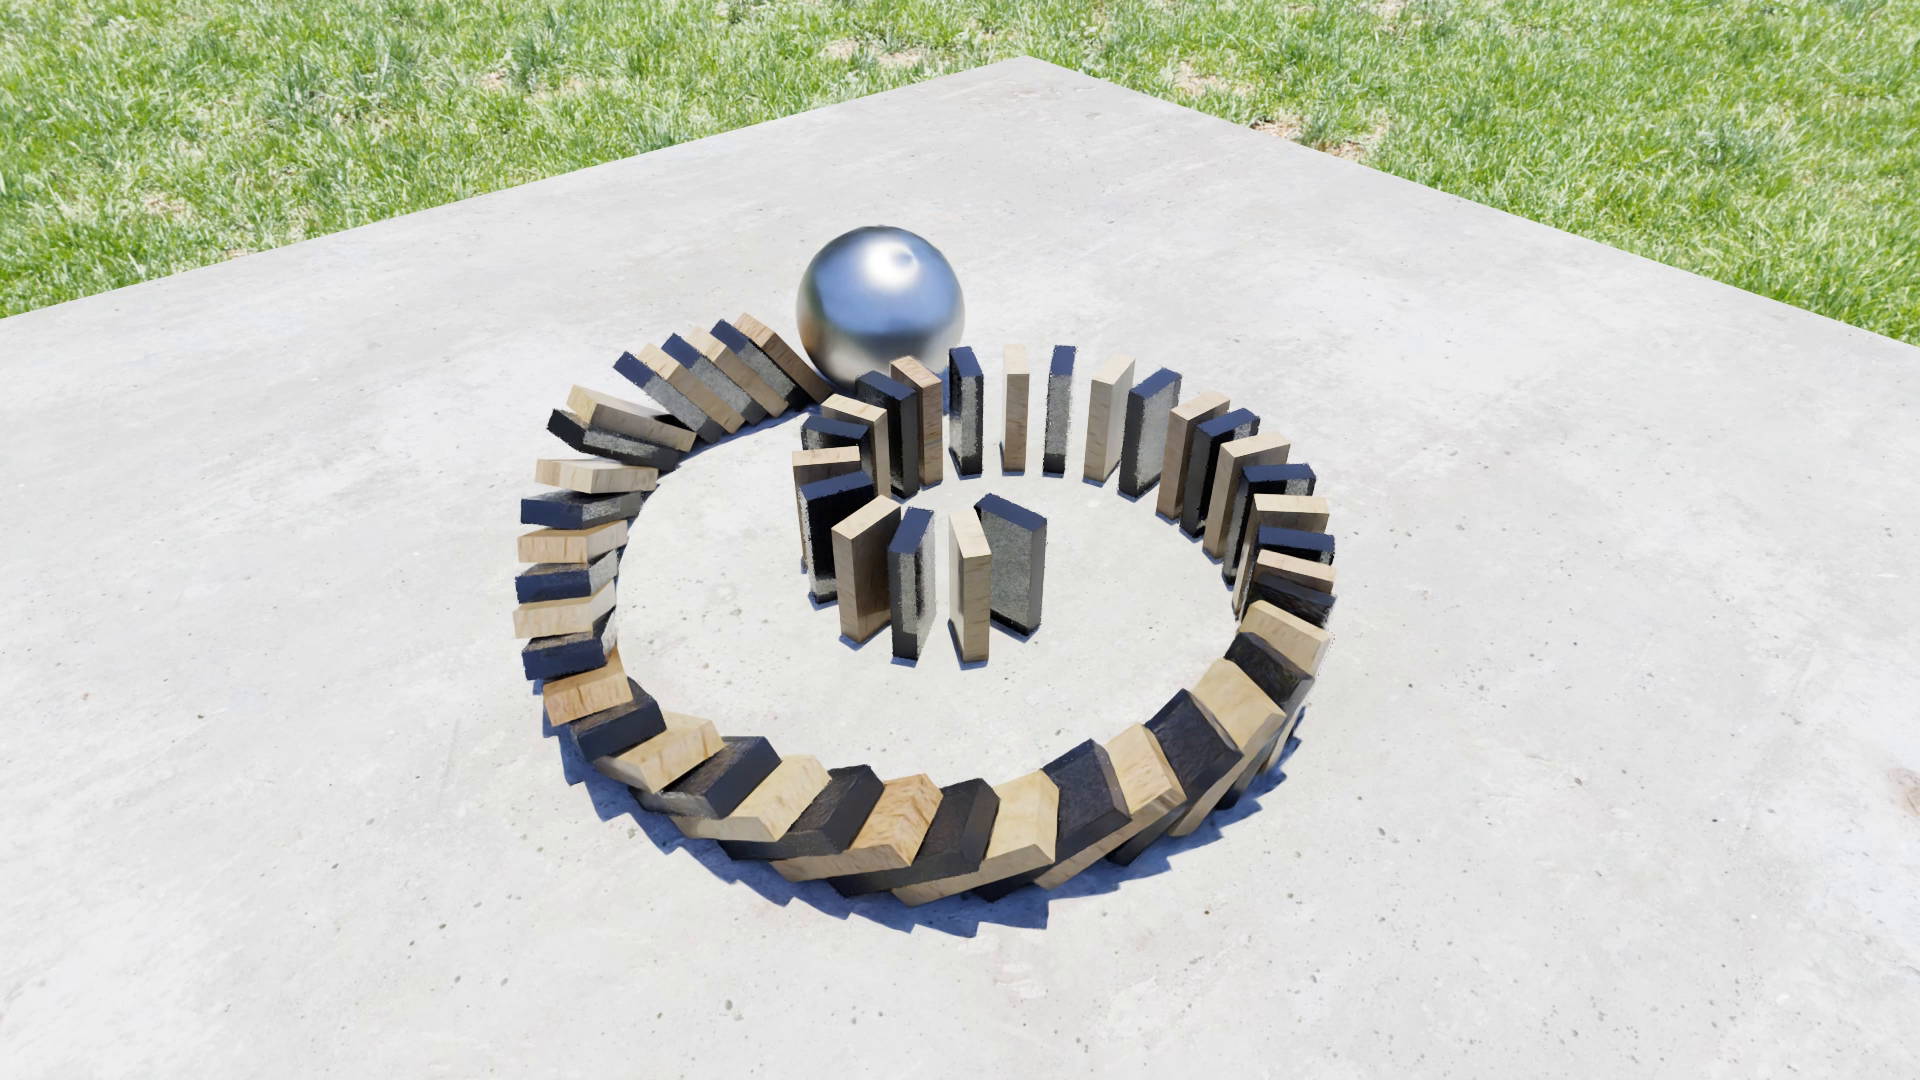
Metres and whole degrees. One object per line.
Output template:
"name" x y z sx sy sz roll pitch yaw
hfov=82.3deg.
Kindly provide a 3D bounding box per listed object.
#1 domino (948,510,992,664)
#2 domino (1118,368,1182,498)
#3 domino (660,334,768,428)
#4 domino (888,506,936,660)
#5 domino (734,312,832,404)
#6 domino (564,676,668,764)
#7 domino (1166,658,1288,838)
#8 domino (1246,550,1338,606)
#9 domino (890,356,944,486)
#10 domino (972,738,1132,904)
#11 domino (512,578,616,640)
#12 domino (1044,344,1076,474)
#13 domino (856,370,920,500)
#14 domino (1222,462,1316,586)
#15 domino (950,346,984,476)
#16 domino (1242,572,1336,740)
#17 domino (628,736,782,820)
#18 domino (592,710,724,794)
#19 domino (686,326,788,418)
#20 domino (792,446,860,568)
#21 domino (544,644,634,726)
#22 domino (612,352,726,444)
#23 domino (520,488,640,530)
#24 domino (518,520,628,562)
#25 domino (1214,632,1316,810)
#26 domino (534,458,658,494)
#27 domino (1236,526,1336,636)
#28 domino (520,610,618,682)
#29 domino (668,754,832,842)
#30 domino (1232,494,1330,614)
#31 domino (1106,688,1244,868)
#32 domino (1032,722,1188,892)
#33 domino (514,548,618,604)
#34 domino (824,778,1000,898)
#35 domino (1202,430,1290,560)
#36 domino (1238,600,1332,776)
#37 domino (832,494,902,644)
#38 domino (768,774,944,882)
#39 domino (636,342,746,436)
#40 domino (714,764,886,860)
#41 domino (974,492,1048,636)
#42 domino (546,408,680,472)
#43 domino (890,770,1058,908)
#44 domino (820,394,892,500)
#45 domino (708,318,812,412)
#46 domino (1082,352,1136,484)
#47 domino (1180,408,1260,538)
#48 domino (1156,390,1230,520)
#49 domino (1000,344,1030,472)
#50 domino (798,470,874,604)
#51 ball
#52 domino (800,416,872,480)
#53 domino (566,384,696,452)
"domino" 0.003 0.017 0.391 0.009 0.050 0.025 -8 40 -9
"domino" 0.080 -0.045 0.467 0.009 0.050 0.025 30 48 31
"domino" -0.112 -0.073 0.503 0.025 0.050 0.009 36 86 36
"domino" -0.017 0.016 0.392 0.009 0.050 0.025 9 40 11
"domino" -0.083 -0.085 0.518 0.025 0.050 0.009 36 86 36
"domino" -0.113 0.057 0.354 0.025 0.009 0.050 -21 12 -24
"domino" 0.074 0.064 0.337 0.010 0.050 0.025 18 23 -41
"domino" 0.109 0.030 0.374 0.025 0.050 0.010 15 32 17
"domino" -0.018 -0.051 0.473 0.009 0.050 0.025 -23 45 -26
"domino" 0.024 0.082 0.321 0.050 0.009 0.025 -35 38 16
"domino" -0.141 0.024 0.395 0.025 0.009 0.050 -6 9 -7
"domino" 0.044 -0.057 0.481 0.010 0.050 0.025 6 40 7
"domino" -0.030 -0.044 0.465 0.025 0.050 0.009 30 48 31
"domino" 0.117 -0.005 0.418 0.025 0.050 0.009 -4 39 -4
"domino" 0.003 -0.056 0.480 0.009 0.050 0.025 -8 40 -10
"domino" 0.104 0.038 0.364 0.025 0.050 0.009 20 27 23
"domino" -0.078 0.071 0.334 0.050 0.009 0.025 -12 24 48
"domino" -0.096 0.065 0.344 0.025 0.009 0.050 -32 15 -33
"domino" -0.103 -0.077 0.508 0.025 0.050 0.010 36 86 36
"domino" -0.050 -0.012 0.426 0.025 0.050 0.009 -5 40 -6
"domino" -0.124 0.047 0.365 0.025 0.009 0.050 -18 11 -18
"domino" -0.129 -0.063 0.491 0.025 0.050 0.010 34 84 35
"domino" -0.151 -0.013 0.441 0.025 0.010 0.050 7 10 8
"domino" -0.148 0.000 0.424 0.025 0.009 0.050 0 8 0
"domino" 0.086 0.057 0.344 0.010 0.050 0.025 8 25 -46
"domino" -0.149 -0.027 0.455 0.025 0.009 0.050 11 6 13
"domino" 0.114 0.019 0.388 0.025 0.050 0.009 8 40 9
"domino" -0.134 0.036 0.380 0.025 0.009 0.050 -10 9 -12
"domino" -0.063 0.077 0.328 0.050 0.009 0.025 -14 25 46
"domino" 0.117 0.006 0.404 0.025 0.050 0.010 3 39 3
"domino" 0.058 0.071 0.331 0.050 0.010 0.025 -48 43 14
"domino" 0.040 0.079 0.325 0.050 0.009 0.025 -38 39 14
"domino" -0.145 0.013 0.407 0.025 0.009 0.050 -6 9 -6
"domino" -0.014 0.086 0.316 0.050 0.009 0.025 -22 28 33
"domino" 0.112 -0.017 0.432 0.025 0.050 0.009 -14 41 -17
"domino" 0.097 0.048 0.354 0.025 0.050 0.010 30 24 31
"domino" -0.032 0.011 0.398 0.009 0.050 0.025 28 47 30
"domino" -0.031 0.084 0.319 0.050 0.009 0.025 -20 27 37
"domino" -0.121 -0.068 0.497 0.025 0.050 0.009 34 84 34
"domino" -0.048 0.081 0.323 0.050 0.009 0.025 -17 24 41
"domino" 0.018 0.009 0.400 0.025 0.050 0.010 26 46 28
"domino" -0.148 -0.043 0.473 0.025 0.009 0.050 31 11 32
"domino" 0.004 0.086 0.317 0.050 0.010 0.025 -26 31 26
"domino" -0.042 -0.033 0.452 0.025 0.050 0.009 19 43 22
"domino" -0.093 -0.081 0.513 0.025 0.050 0.010 36 86 36
"domino" 0.064 -0.053 0.476 0.009 0.050 0.025 19 43 22
"domino" 0.105 -0.027 0.444 0.025 0.050 0.009 -21 44 -24
"domino" 0.096 -0.035 0.454 0.025 0.050 0.009 -26 46 -29
"domino" 0.024 -0.058 0.482 0.009 0.050 0.025 -1 39 -1
"domino" -0.045 0.000 0.412 0.025 0.050 0.009 -16 42 -18
"ball" -0.037 -0.107 0.518 0.080 0.080 0.080 0 39 0
"domino" -0.048 -0.024 0.441 0.025 0.050 0.009 12 41 14
"domino" -0.144 -0.053 0.484 0.050 0.010 0.025 15 13 -47
